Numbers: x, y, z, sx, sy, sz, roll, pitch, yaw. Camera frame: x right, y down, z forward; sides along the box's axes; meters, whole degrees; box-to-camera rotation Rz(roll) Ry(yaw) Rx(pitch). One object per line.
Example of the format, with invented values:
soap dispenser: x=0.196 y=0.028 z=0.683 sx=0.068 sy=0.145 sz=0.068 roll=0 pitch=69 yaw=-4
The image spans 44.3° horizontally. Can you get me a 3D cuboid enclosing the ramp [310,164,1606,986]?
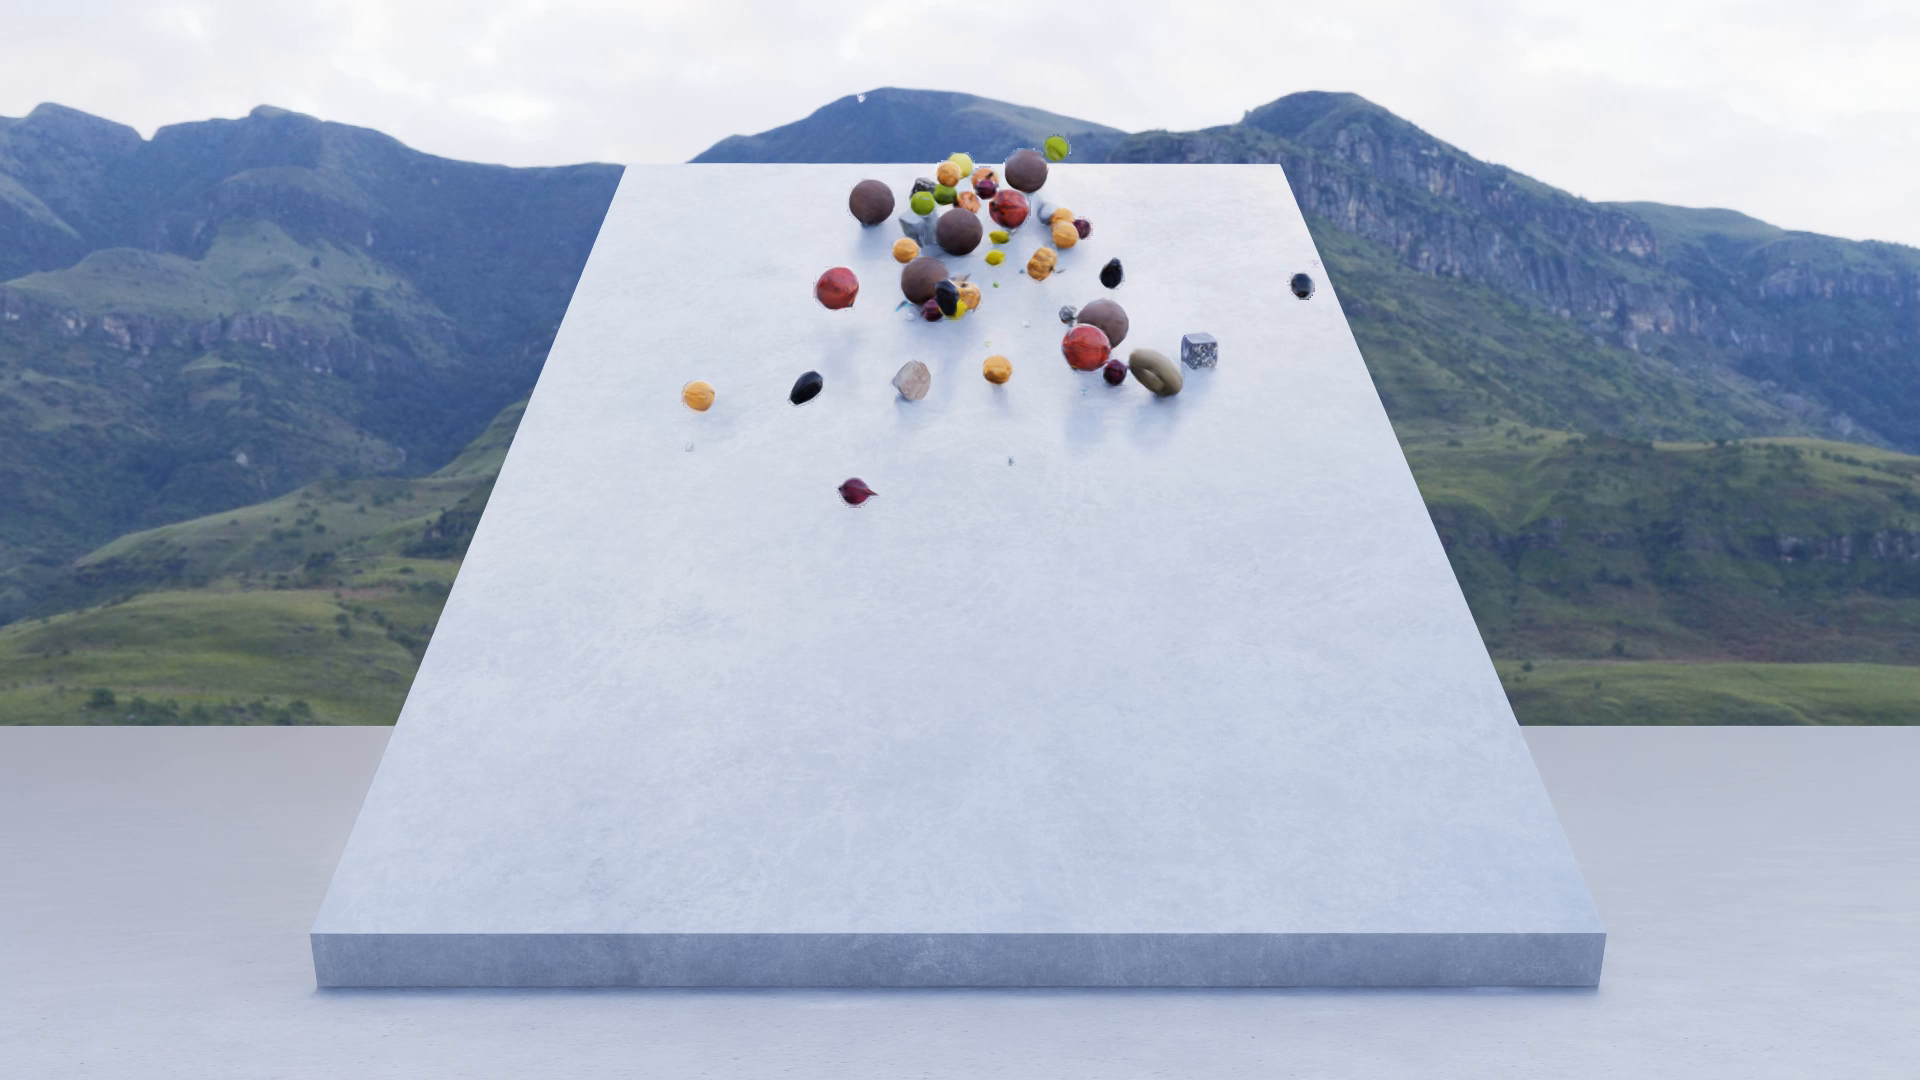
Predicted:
ramp: x=-0.010 y=-0.229 z=5.453 sx=2.000 sy=0.100 sz=4.000 roll=0 pitch=26 yaw=0

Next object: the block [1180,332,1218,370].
block: x=0.583 y=-0.462 z=5.745 sx=0.065 sy=0.065 sz=0.065 roll=-8 pitch=27 yaw=-16

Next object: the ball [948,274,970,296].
ball: x=-0.002 y=-0.669 z=6.174 sx=0.056 sy=0.056 sz=0.056 roll=0 pitch=-4 yaw=0

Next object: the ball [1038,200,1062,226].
ball: x=0.253 y=-0.927 z=6.685 sx=0.068 sy=0.068 sz=0.068 roll=0 pitch=-4 yaw=0

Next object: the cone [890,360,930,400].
cone: x=-0.136 y=-0.376 z=5.570 sx=0.095 sy=0.095 sz=0.095 roll=4 pitch=0 yaw=-40

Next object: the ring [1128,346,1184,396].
ring: x=0.459 y=-0.394 z=5.526 sx=0.148 sy=0.049 sz=0.148 roll=34 pitch=-17 yaw=12

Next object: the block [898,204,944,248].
block: x=-0.107 y=-0.874 z=6.538 sx=0.080 sy=0.080 sz=0.080 roll=-38 pitch=40 yaw=-19

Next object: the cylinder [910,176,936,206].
cylinder: x=-0.103 y=-0.964 z=6.526 sx=0.059 sy=0.059 sz=0.059 roll=17 pitch=33 yaw=-11

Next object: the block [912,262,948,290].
block: x=-0.078 y=-0.696 z=6.207 sx=0.061 sy=0.061 sz=0.061 roll=-22 pitch=18 yaw=-38

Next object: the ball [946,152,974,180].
ball: x=0.000 y=-1.070 z=6.748 sx=0.075 sy=0.075 sz=0.075 roll=0 pitch=-4 yaw=0

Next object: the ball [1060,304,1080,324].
ball: x=0.278 y=-0.572 z=5.986 sx=0.050 sy=0.050 sz=0.050 roll=0 pitch=-4 yaw=0
